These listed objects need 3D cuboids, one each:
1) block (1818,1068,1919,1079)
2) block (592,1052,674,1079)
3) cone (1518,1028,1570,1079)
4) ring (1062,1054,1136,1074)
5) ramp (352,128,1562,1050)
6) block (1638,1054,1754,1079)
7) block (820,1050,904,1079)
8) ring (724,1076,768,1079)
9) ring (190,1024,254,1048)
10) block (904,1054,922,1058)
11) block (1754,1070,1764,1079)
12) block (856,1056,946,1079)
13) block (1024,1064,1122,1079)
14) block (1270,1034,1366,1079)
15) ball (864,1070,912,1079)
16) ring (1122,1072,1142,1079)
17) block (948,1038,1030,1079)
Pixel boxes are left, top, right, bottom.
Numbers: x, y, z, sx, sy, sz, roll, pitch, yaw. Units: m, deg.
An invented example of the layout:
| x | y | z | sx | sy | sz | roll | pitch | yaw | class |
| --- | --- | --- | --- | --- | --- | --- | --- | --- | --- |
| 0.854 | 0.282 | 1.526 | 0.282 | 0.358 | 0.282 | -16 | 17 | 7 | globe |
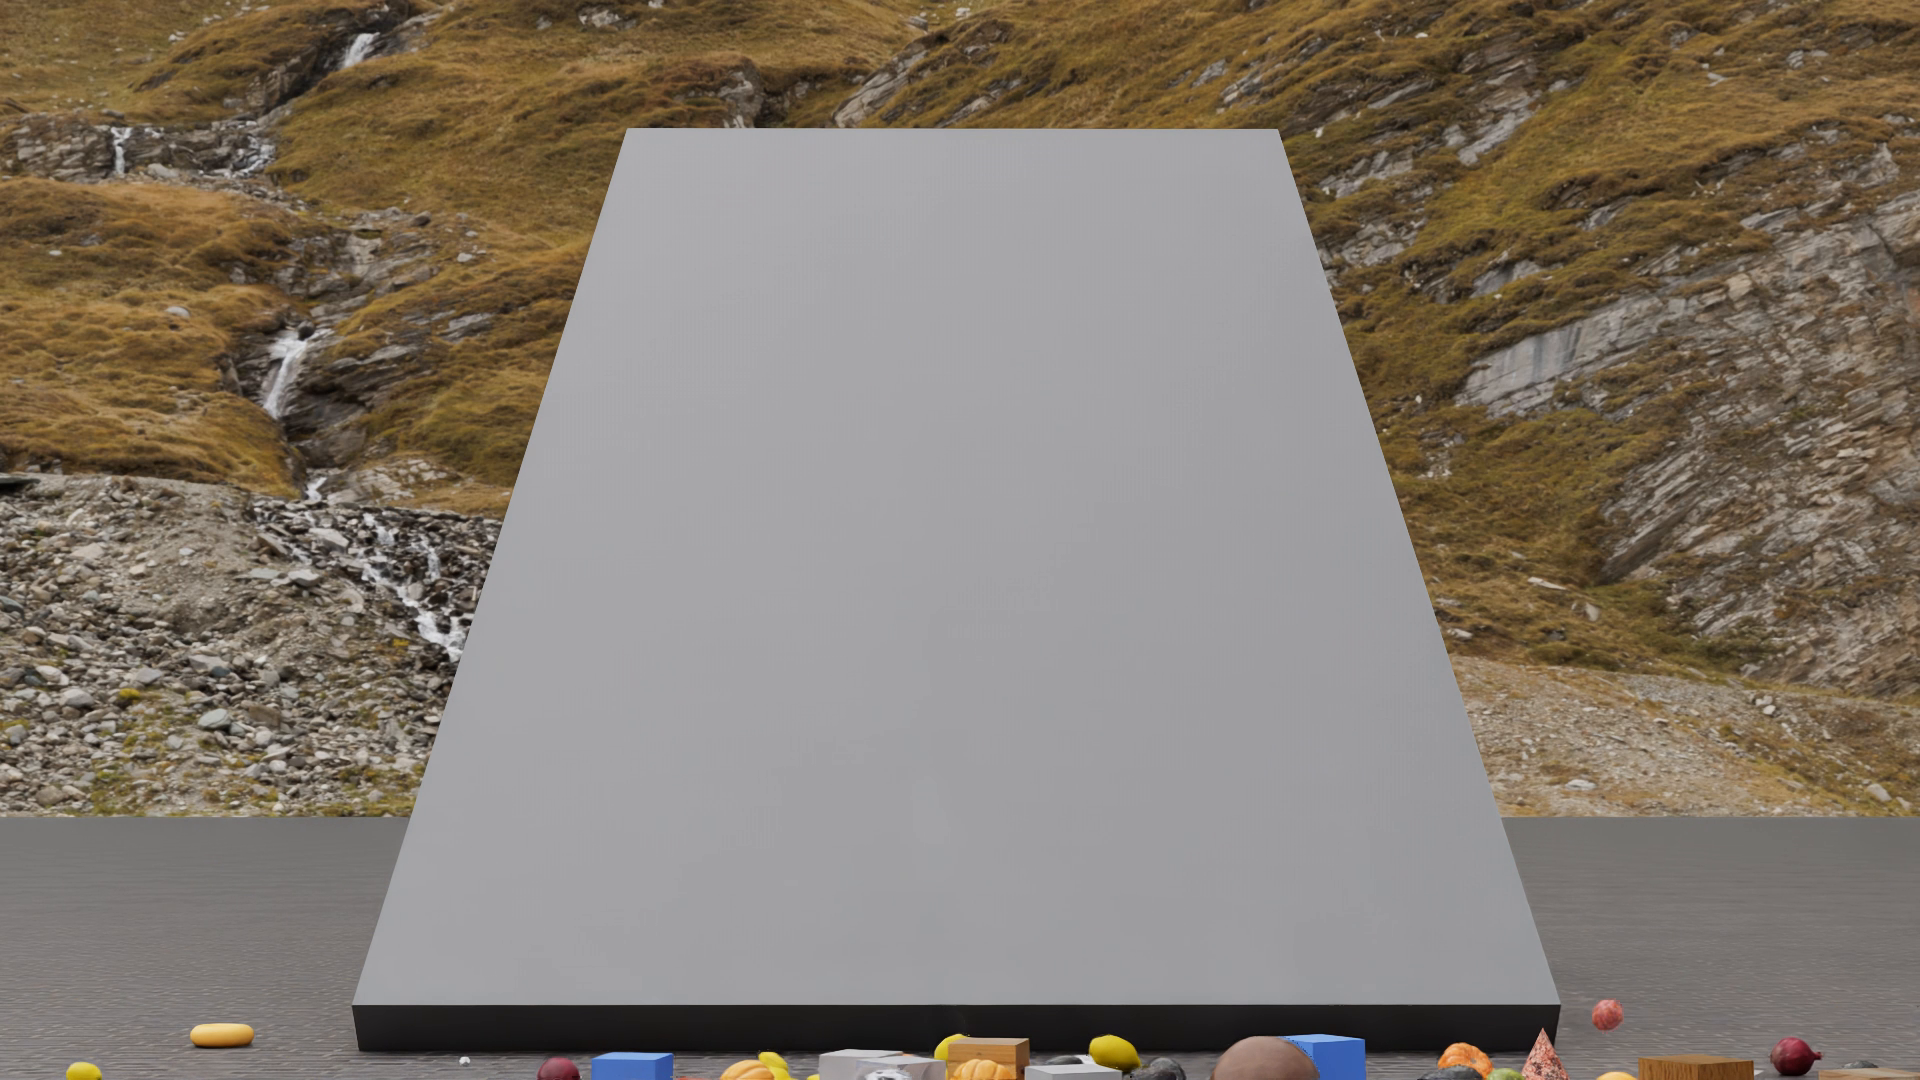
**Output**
| x | y | z | sx | sy | sz | roll | pitch | yaw | class |
| --- | --- | --- | --- | --- | --- | --- | --- | --- | --- |
| 1.082 | 0.675 | 2.858 | 0.091 | 0.091 | 0.091 | 2 | -7 | -18 | block |
| -0.422 | 0.708 | 3.123 | 0.084 | 0.084 | 0.084 | -1 | -6 | 9 | block |
| 0.811 | 0.727 | 3.367 | 0.099 | 0.099 | 0.099 | 0 | -6 | 0 | cone |
| 0.203 | 0.782 | 3.576 | 0.111 | 0.037 | 0.111 | -1 | -5 | 0 | ring |
| -0.014 | -0.205 | 5.756 | 2.000 | 0.100 | 4.000 | 0 | 31 | 0 | ramp |
| 0.903 | 0.685 | 2.971 | 0.096 | 0.096 | 0.096 | 4 | -7 | -30 | block |
| -0.129 | 0.715 | 3.178 | 0.083 | 0.083 | 0.083 | -3 | -7 | 23 | block |
| -0.298 | 0.763 | 3.367 | 0.087 | 0.029 | 0.087 | 1 | -7 | 0 | ring |
| -1.261 | 0.847 | 4.144 | 0.105 | 0.035 | 0.105 | 1 | -7 | 0 | ring |
| -0.087 | 0.747 | 3.367 | 0.060 | 0.060 | 0.060 | 2 | -7 | -18 | block |
| 0.992 | 0.715 | 3.106 | 0.066 | 0.066 | 0.066 | -3 | -7 | 28 | block |
| -0.076 | 0.706 | 3.098 | 0.082 | 0.082 | 0.082 | 6 | -9 | -42 | block |
| 0.136 | 0.682 | 2.917 | 0.090 | 0.090 | 0.090 | 2 | -7 | -20 | block |
| 0.485 | 0.723 | 3.291 | 0.091 | 0.091 | 0.091 | 4 | -7 | -32 | block |
| -0.087 | 0.685 | 2.931 | 0.088 | 0.088 | 0.088 | 0 | -6 | 0 | ball |
| 0.193 | 0.751 | 3.317 | 0.123 | 0.041 | 0.123 | -1 | -10 | 0 | ring |
| 0.039 | 0.717 | 3.241 | 0.092 | 0.092 | 0.092 | -1 | -7 | 13 | block |
